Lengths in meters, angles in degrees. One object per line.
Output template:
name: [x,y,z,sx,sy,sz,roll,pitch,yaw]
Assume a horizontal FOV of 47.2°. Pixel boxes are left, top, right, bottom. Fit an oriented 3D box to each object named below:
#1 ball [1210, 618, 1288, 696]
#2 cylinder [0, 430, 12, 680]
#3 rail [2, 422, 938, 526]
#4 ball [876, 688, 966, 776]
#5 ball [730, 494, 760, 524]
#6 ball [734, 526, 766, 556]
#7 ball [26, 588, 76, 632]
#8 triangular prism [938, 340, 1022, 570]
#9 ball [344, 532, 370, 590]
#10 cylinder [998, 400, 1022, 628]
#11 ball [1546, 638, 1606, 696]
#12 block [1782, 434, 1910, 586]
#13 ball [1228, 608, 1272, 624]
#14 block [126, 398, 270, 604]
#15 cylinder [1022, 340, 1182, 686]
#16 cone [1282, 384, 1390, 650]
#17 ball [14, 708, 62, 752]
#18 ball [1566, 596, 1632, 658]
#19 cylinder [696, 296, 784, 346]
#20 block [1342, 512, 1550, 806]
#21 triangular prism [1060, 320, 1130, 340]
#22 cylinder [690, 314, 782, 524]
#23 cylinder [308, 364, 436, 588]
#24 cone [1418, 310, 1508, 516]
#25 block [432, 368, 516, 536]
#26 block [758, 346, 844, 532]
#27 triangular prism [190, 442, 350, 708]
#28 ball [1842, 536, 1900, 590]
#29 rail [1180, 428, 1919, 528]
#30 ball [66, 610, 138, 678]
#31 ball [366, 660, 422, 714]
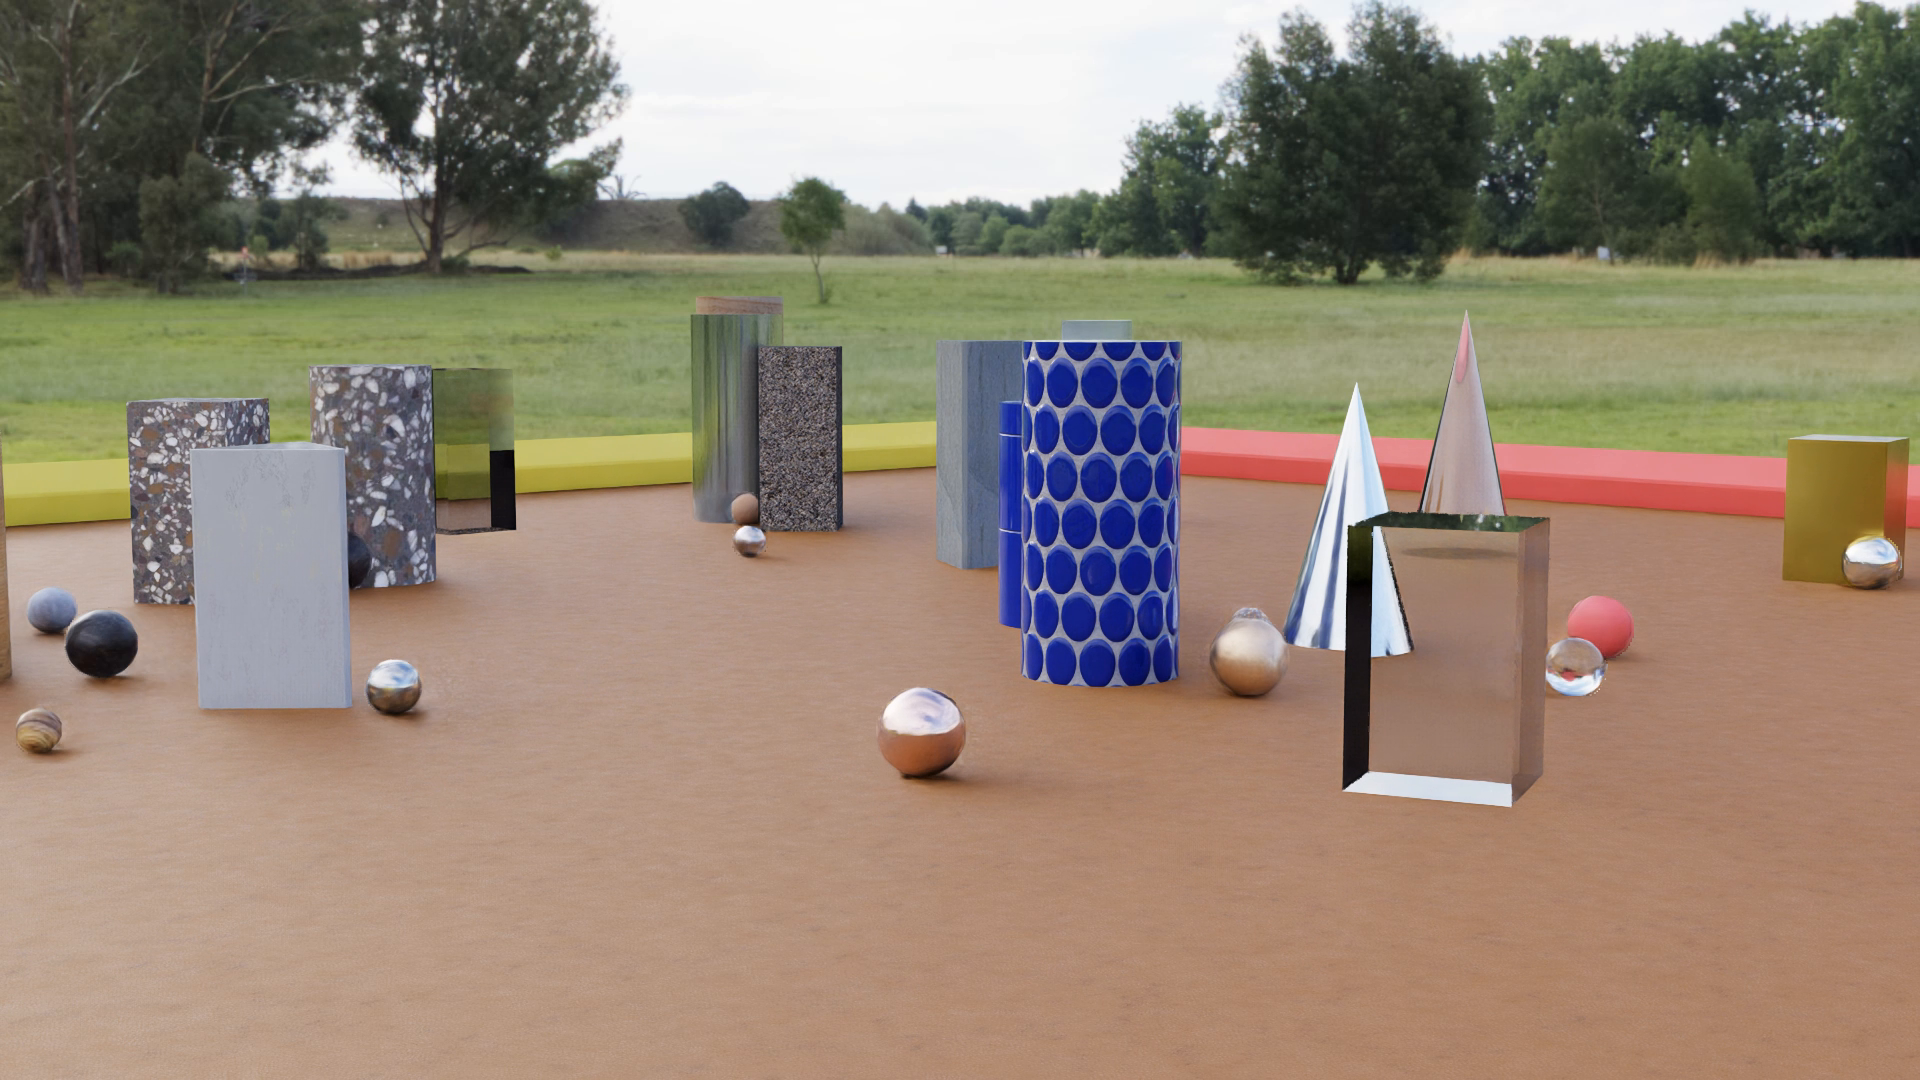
ball: [0.333,0.135,2.540,0.090,0.090,0.090,0,6,0]
cylinder: [-1.248,0.020,2.636,0.193,0.299,0.193,0,6,0]
rail: [-1.483,-0.135,4.930,4.465,0.126,0.045,-6,8,-42]
ball: [-0.037,0.184,2.101,0.085,0.085,0.085,0,6,0]
ball: [-0.442,-0.063,4.549,0.064,0.064,0.064,0,6,0]
ball: [-0.379,0.002,3.963,0.057,0.057,0.057,0,6,0]
ball: [-1.254,0.097,3.033,0.062,0.062,0.062,0,6,0]
triangular prism: [0.013,-0.155,3.862,0.145,0.390,0.167,6,8,44]
ball: [-0.983,0.033,3.477,0.097,0.097,0.097,0,6,0]
cylinder: [0.152,-0.039,3.128,0.193,0.313,0.193,0,6,0]
ball: [0.708,0.146,2.535,0.068,0.068,0.068,0,6,0]
block: [1.462,-0.051,3.628,0.155,0.233,0.155,4,7,35]
ball: [0.376,0.117,2.858,0.059,0.059,0.059,0,6,0]
block: [-1.168,-0.063,3.390,0.155,0.306,0.155,1,6,7]
cylinder: [0.171,-0.038,2.675,0.193,0.406,0.193,0,6,0]
cone: [0.530,-0.038,2.954,0.193,0.347,0.193,0,6,0]
ball: [-0.928,0.192,2.214,0.045,0.045,0.045,0,6,0]
ball: [0.818,0.111,2.814,0.080,0.080,0.080,0,6,0]
cylinder: [-0.487,-0.303,4.886,0.193,0.472,0.193,0,6,0]
block: [0.457,0.106,2.063,0.155,0.247,0.155,3,7,25]
triangular prism: [0.322,-0.253,4.646,0.167,0.421,0.145,4,7,35]
cylinder: [-0.471,-0.260,4.656,0.193,0.433,0.193,0,6,0]
cylinder: [-0.962,-0.109,3.607,0.193,0.353,0.193,0,6,0]
cone: [0.928,-0.202,4.050,0.193,0.445,0.193,0,6,0]
block: [-1.006,-0.182,4.430,0.155,0.325,0.155,-6,8,-44]
block: [-0.322,-0.208,4.474,0.155,0.368,0.155,0,6,1]
triangular prism: [-0.770,0.036,2.521,0.167,0.290,0.145,0,6,-2]
ball: [1.448,0.036,3.498,0.086,0.086,0.086,0,6,0]
rail: [1.623,-0.124,4.822,0.045,0.126,4.420,-6,8,-42]
ball: [-1.040,0.126,2.665,0.082,0.082,0.082,0,6,0]
ball: [-0.624,0.162,2.424,0.061,0.061,0.061,0,6,0]
